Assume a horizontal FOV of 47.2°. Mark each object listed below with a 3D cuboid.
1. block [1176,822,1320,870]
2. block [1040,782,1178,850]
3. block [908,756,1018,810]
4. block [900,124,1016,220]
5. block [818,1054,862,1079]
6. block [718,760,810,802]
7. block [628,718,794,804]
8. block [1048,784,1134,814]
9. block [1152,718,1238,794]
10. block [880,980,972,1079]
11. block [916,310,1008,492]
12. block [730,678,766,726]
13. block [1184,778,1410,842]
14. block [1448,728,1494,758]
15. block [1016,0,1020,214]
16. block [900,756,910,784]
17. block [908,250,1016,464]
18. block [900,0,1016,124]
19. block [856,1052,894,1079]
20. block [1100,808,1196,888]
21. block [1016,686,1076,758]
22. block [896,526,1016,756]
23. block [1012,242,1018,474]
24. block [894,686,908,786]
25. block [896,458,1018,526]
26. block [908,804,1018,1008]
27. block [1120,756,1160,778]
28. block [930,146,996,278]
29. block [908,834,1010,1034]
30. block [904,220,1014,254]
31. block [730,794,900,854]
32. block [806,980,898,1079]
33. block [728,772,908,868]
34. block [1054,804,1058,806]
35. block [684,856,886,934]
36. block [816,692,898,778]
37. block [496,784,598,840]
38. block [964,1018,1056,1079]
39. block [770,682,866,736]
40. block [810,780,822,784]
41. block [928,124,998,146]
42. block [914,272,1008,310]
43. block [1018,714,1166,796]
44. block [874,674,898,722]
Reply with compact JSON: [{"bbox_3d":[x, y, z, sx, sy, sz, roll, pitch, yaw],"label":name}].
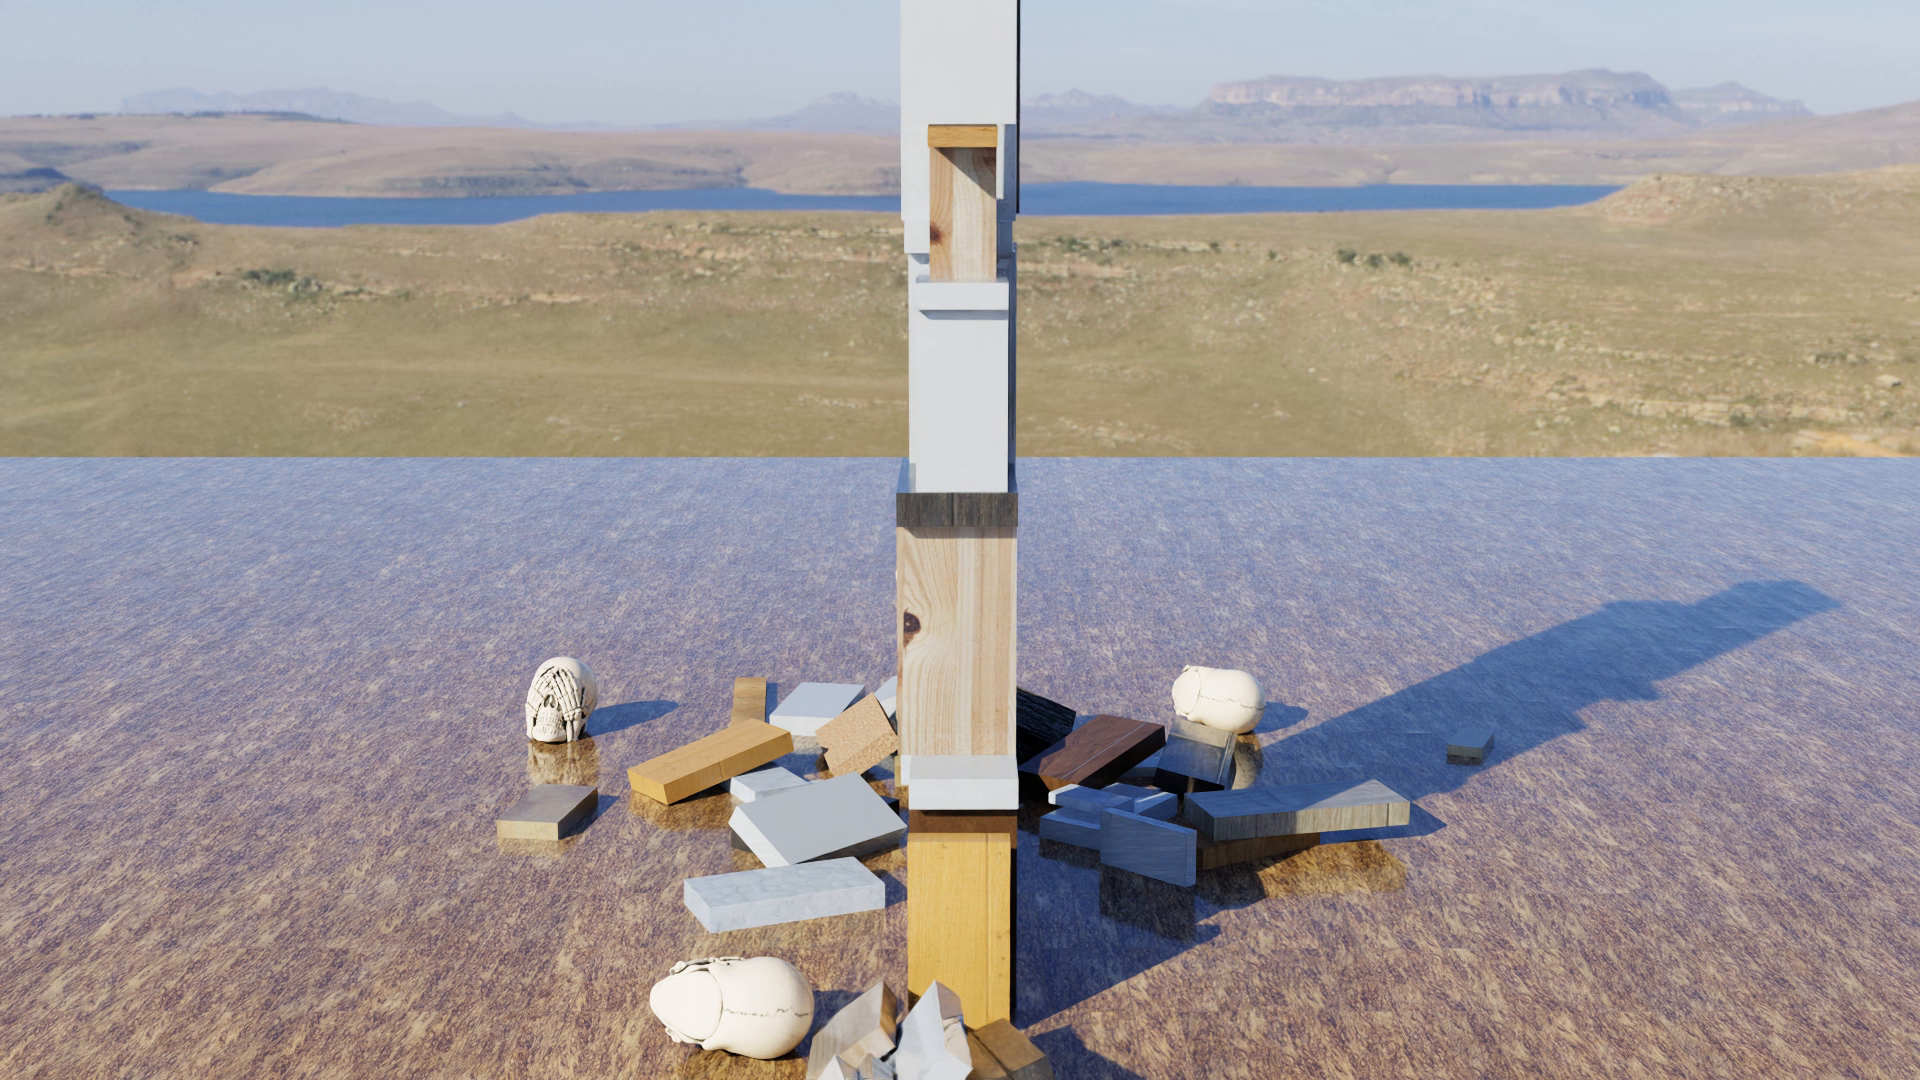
[{"bbox_3d":[0.495,0.527,3.905,0.265,0.037,0.132,-7,12,-31],"label":"block"},{"bbox_3d":[0.274,0.505,4.027,0.132,0.037,0.265,7,13,35],"label":"block"},{"bbox_3d":[0.005,0.331,3.254,0.154,0.044,0.309,0,11,0],"label":"block"},{"bbox_3d":[-0.001,-0.659,3.327,0.173,0.347,0.049,0,11,2],"label":"block"},{"bbox_3d":[-0.159,0.703,2.637,0.033,0.118,0.236,35,-5,-7],"label":"block"},{"bbox_3d":[-0.391,0.465,4.253,0.114,0.032,0.228,-6,12,-29],"label":"block"},{"bbox_3d":[-0.483,0.427,4.269,0.288,0.041,0.144,-21,19,-32],"label":"block"},{"bbox_3d":[0.240,0.476,4.022,0.141,0.020,0.071,8,13,38],"label":"block"},{"bbox_3d":[0.467,0.432,4.340,0.132,0.037,0.370,14,13,8],"label":"block"},{"bbox_3d":[-0.051,0.658,2.750,0.040,0.142,0.284,37,3,-6],"label":"block"},{"bbox_3d":[0.003,-0.200,3.119,0.130,0.260,0.037,0,10,0],"label":"block"},{"bbox_3d":[-0.461,0.368,4.807,0.071,0.020,0.480,-1,11,-4],"label":"block"},{"bbox_3d":[0.601,0.481,3.935,0.371,0.042,0.149,-3,11,-14],"label":"block"},{"bbox_3d":[1.055,0.418,4.540,0.071,0.020,0.141,4,11,22],"label":"block"},{"bbox_3d":[0.011,-0.704,3.555,0.173,0.346,0.049,0,11,2],"label":"block"},{"bbox_3d":[-0.006,0.156,3.446,0.173,0.461,0.049,0,11,2],"label":"block"},{"bbox_3d":[0.004,-0.282,3.384,0.162,0.324,0.046,0,10,2],"label":"block"},{"bbox_3d":[-0.002,-0.871,3.055,0.162,0.575,0.046,0,12,0],"label":"block"},{"bbox_3d":[-0.121,0.709,2.631,0.033,0.118,0.264,35,0,-7],"label":"block"},{"bbox_3d":[0.321,0.525,3.763,0.188,0.094,0.027,10,14,43],"label":"block"},{"bbox_3d":[0.154,0.381,4.532,0.148,0.042,0.297,24,12,2],"label":"block"},{"bbox_3d":[-0.005,0.141,3.212,0.173,0.346,0.049,0,10,0],"label":"block"},{"bbox_3d":[0.011,-0.191,3.601,0.162,0.585,0.046,0,4,2],"label":"block"},{"bbox_3d":[-0.046,0.390,4.408,0.165,0.047,0.329,0,24,-1],"label":"block"},{"bbox_3d":[-0.004,-0.074,3.288,0.173,0.049,0.346,0,11,0],"label":"block"},{"bbox_3d":[0.004,0.523,3.185,0.154,0.309,0.044,0,11,0],"label":"block"},{"bbox_3d":[0.362,0.451,4.365,0.141,0.020,0.071,-1,11,-3],"label":"block"},{"bbox_3d":[0.004,-0.471,3.141,0.095,0.190,0.027,0,12,0],"label":"block"},{"bbox_3d":[-0.002,0.554,3.085,0.142,0.284,0.040,0,11,0],"label":"block"},{"bbox_3d":[0.003,-0.485,3.458,0.162,0.046,0.324,0,11,2],"label":"block"},{"bbox_3d":[-0.259,0.512,3.975,0.148,0.042,0.297,8,13,35],"label":"block"},{"bbox_3d":[-0.142,0.663,2.930,0.118,0.033,0.236,-36,3,1],"label":"block"},{"bbox_3d":[-0.245,0.498,3.840,0.297,0.042,0.148,-11,46,-49],"label":"block"},{"bbox_3d":[0.218,0.478,4.215,0.071,0.020,0.141,1,11,6],"label":"block"},{"bbox_3d":[-0.288,0.580,3.607,0.297,0.042,0.149,-4,11,-23],"label":"block"},{"bbox_3d":[-0.205,0.397,4.402,0.144,0.041,0.288,-34,14,-2],"label":"block"},{"bbox_3d":[-0.760,0.501,4.061,0.114,0.032,0.228,2,11,9],"label":"block"},{"bbox_3d":[0.024,0.676,2.784,0.142,0.040,0.284,-23,1,-10],"label":"block"},{"bbox_3d":[-0.306,0.366,4.764,0.144,0.041,0.288,2,11,10],"label":"block"},{"bbox_3d":[-0.266,0.481,4.219,0.048,0.014,0.095,-5,12,-27],"label":"block"},{"bbox_3d":[0.003,-0.564,3.057,0.095,0.027,0.190,0,12,0],"label":"block"},{"bbox_3d":[0.003,-0.362,3.177,0.130,0.037,0.260,0,11,0],"label":"block"},{"bbox_3d":[0.254,0.419,4.246,0.149,0.042,0.297,8,22,37],"label":"block"},{"bbox_3d":[-0.109,0.329,4.775,0.165,0.047,0.329,-22,4,17],"label":"block"}]
